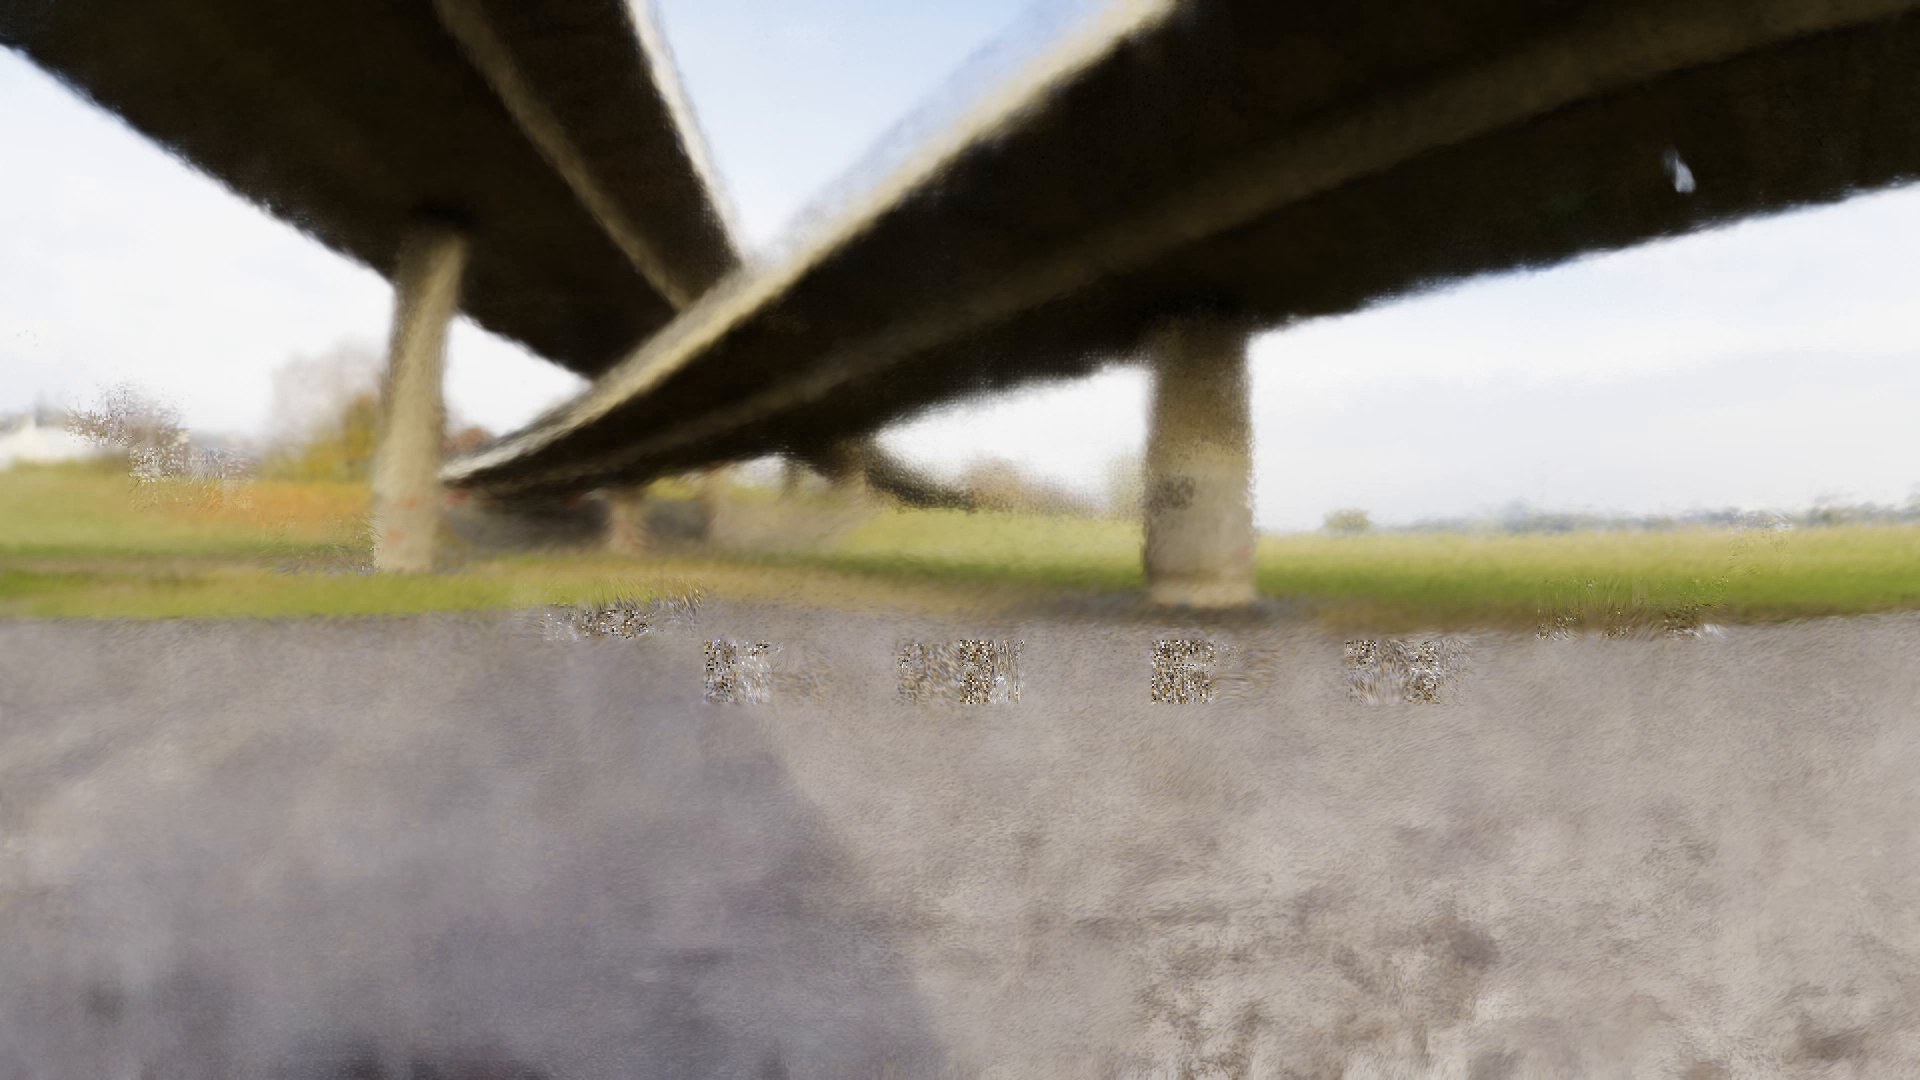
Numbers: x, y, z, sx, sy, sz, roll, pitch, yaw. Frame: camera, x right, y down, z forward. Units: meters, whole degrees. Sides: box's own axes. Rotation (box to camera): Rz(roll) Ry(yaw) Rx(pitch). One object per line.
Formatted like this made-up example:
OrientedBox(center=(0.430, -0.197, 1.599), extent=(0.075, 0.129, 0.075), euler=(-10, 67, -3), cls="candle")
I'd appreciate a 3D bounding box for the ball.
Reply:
OrientedBox(center=(0.001, -0.002, 0.055), extent=(0.080, 0.080, 0.080), euler=(0, 4, 0), cls="ball")
